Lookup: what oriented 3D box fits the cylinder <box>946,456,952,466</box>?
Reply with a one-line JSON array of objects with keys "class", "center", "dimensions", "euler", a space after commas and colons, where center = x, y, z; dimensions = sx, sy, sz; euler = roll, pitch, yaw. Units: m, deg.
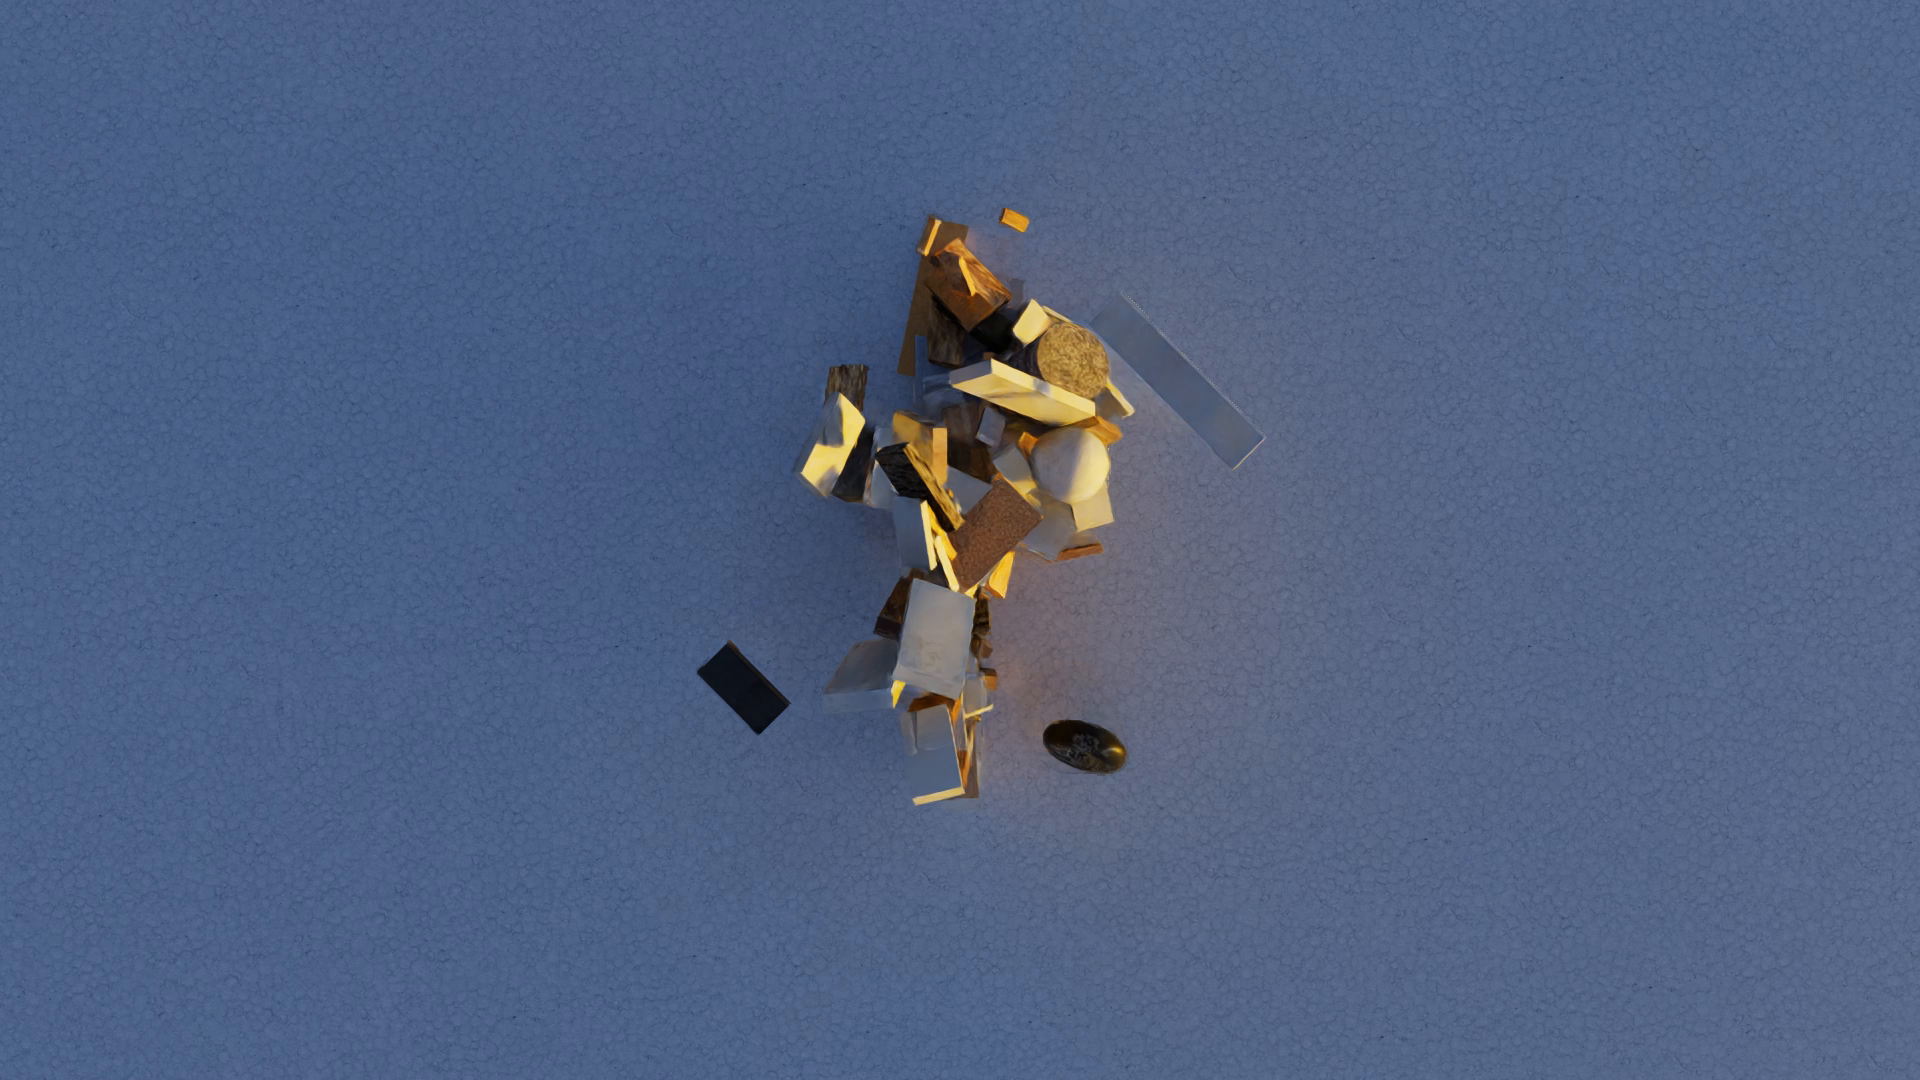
[{"class": "cylinder", "center": [-0.126, -0.266, 5.414], "dimensions": [0.141, 0.141, 0.141], "euler": [-30, 90, -15]}]

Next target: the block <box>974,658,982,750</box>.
[{"class": "block", "center": [-0.010, 0.484, 4.862], "dimensions": [0.134, 0.038, 0.267], "euler": [-2, 91, 0]}]

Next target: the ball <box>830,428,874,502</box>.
[{"class": "ball", "center": [-0.340, -0.244, 5.378], "dimensions": [0.245, 0.245, 0.245], "euler": [0, 90, 0]}]

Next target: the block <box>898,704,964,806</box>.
[{"class": "block", "center": [-0.070, 0.517, 3.990], "dimensions": [0.121, 0.034, 0.242], "euler": [-14, 50, 2]}]

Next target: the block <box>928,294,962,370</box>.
[{"class": "block", "center": [-0.048, -0.681, 5.401], "dimensions": [0.113, 0.032, 0.227], "euler": [11, 72, -33]}]

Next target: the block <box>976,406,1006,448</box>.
[{"class": "block", "center": [0.098, -0.357, 5.222], "dimensions": [0.077, 0.155, 0.022], "euler": [30, 128, -11]}]

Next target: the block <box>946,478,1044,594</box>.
[{"class": "block", "center": [0.062, -0.008, 4.455], "dimensions": [0.307, 0.043, 0.153], "euler": [-44, 90, 6]}]

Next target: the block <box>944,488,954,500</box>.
[{"class": "block", "center": [-0.060, -0.095, 4.983], "dimensions": [0.086, 0.172, 0.024], "euler": [-31, 111, 9]}]

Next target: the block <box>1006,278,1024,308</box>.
[{"class": "block", "center": [0.185, -0.821, 5.493], "dimensions": [0.048, 0.014, 0.096], "euler": [7, 90, 0]}]

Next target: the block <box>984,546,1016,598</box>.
[{"class": "block", "center": [0.129, 0.060, 5.401], "dimensions": [0.032, 0.114, 0.229], "euler": [2, 68, 31]}]

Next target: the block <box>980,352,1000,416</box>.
[{"class": "block", "center": [0.094, -0.481, 5.348], "dimensions": [0.035, 0.124, 0.248], "euler": [3, 92, 10]}]

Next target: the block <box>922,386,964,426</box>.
[{"class": "block", "center": [-0.023, -0.384, 5.417], "dimensions": [0.124, 0.035, 0.248], "euler": [-20, 122, 2]}]

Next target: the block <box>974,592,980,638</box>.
[{"class": "block", "center": [-0.003, 0.276, 5.221], "dimensions": [0.130, 0.037, 0.260], "euler": [-1, 90, 2]}]

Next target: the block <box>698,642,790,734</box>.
[{"class": "block", "center": [-0.645, 0.442, 4.922], "dimensions": [0.131, 0.037, 0.262], "euler": [-44, 92, 14]}]

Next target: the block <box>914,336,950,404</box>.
[{"class": "block", "center": [-0.093, -0.560, 5.442], "dimensions": [0.113, 0.032, 0.227], "euler": [0, 93, -10]}]

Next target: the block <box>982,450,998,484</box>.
[{"class": "block", "center": [0.115, -0.238, 5.434], "dimensions": [0.070, 0.020, 0.140], "euler": [-15, 127, -8]}]

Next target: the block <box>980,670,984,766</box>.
[{"class": "block", "center": [-0.002, 0.563, 5.174], "dimensions": [0.152, 0.043, 0.304], "euler": [1, 90, 0]}]

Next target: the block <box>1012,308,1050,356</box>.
[{"class": "block", "center": [0.233, -0.643, 5.395], "dimensions": [0.109, 0.031, 0.218], "euler": [16, 64, -21]}]

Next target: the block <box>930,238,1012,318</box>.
[{"class": "block", "center": [0.037, -0.856, 5.398], "dimensions": [0.265, 0.037, 0.132], "euler": [46, 49, 2]}]

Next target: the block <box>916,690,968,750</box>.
[{"class": "block", "center": [-0.044, 0.493, 4.300], "dimensions": [0.117, 0.033, 0.233], "euler": [-10, 50, 4]}]

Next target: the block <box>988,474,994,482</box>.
[{"class": "block", "center": [0.166, -0.105, 5.395], "dimensions": [0.114, 0.032, 0.229], "euler": [2, 62, -19]}]

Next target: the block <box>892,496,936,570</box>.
[{"class": "block", "center": [-0.119, -0.017, 4.268], "dimensions": [0.095, 0.027, 0.190], "euler": [10, 121, 34]}]

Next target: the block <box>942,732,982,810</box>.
[{"class": "block", "center": [0.005, 0.686, 4.903], "dimensions": [0.117, 0.033, 0.233], "euler": [0, 90, 0]}]

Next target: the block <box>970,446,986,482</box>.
[{"class": "block", "center": [0.071, -0.242, 5.444], "dimensions": [0.070, 0.020, 0.140], "euler": [-11, 126, -7]}]

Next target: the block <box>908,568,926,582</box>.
[{"class": "block", "center": [-0.076, 0.127, 4.518], "dimensions": [0.140, 0.040, 0.280], "euler": [24, 56, 8]}]

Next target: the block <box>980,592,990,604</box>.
[{"class": "block", "center": [0.035, 0.169, 5.370], "dimensions": [0.130, 0.260, 0.037], "euler": [37, 89, 0]}]

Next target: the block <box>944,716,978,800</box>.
[{"class": "block", "center": [-0.017, 0.594, 4.580], "dimensions": [0.123, 0.035, 0.246], "euler": [-4, 92, 1]}]

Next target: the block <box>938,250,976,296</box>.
[{"class": "block", "center": [-0.008, -0.843, 5.207], "dimensions": [0.081, 0.162, 0.023], "euler": [24, 67, 31]}]

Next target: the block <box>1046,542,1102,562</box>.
[{"class": "block", "center": [0.377, 0.042, 5.454], "dimensions": [0.182, 0.091, 0.026], "euler": [-11, 95, 0]}]

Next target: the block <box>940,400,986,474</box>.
[{"class": "block", "center": [0.017, -0.331, 5.414], "dimensions": [0.124, 0.035, 0.248], "euler": [-13, 123, -3]}]

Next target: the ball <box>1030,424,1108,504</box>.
[{"class": "ball", "center": [0.343, -0.238, 5.175], "dimensions": [0.248, 0.248, 0.248], "euler": [0, 90, 0]}]

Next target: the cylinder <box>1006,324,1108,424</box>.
[{"class": "cylinder", "center": [0.298, -0.522, 5.218], "dimensions": [0.253, 0.253, 0.253], "euler": [7, 74, -24]}]

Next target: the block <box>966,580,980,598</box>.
[{"class": "block", "center": [-0.047, 0.162, 4.972], "dimensions": [0.177, 0.354, 0.050], "euler": [-14, 110, 16]}]

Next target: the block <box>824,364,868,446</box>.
[{"class": "block", "center": [-0.367, -0.422, 5.175], "dimensions": [0.129, 0.036, 0.257], "euler": [-1, 75, 35]}]

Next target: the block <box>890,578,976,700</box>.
[{"class": "block", "center": [-0.062, 0.240, 4.068], "dimensions": [0.169, 0.337, 0.048], "euler": [19, 126, -7]}]

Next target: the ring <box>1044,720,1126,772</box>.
[{"class": "ring", "center": [0.406, 0.671, 5.363], "dimensions": [0.283, 0.283, 0.094], "euler": [20, 66, 0]}]

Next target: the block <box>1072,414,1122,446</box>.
[{"class": "block", "center": [0.428, -0.346, 5.361], "dimensions": [0.125, 0.249, 0.035], "euler": [-20, 75, 19]}]

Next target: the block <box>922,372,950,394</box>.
[{"class": "block", "center": [-0.048, -0.437, 5.426], "dimensions": [0.113, 0.032, 0.227], "euler": [-13, 120, -3]}]

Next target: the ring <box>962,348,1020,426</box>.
[{"class": "ring", "center": [0.118, -0.505, 5.456], "dimensions": [0.264, 0.088, 0.264], "euler": [0, 90, -3]}]
